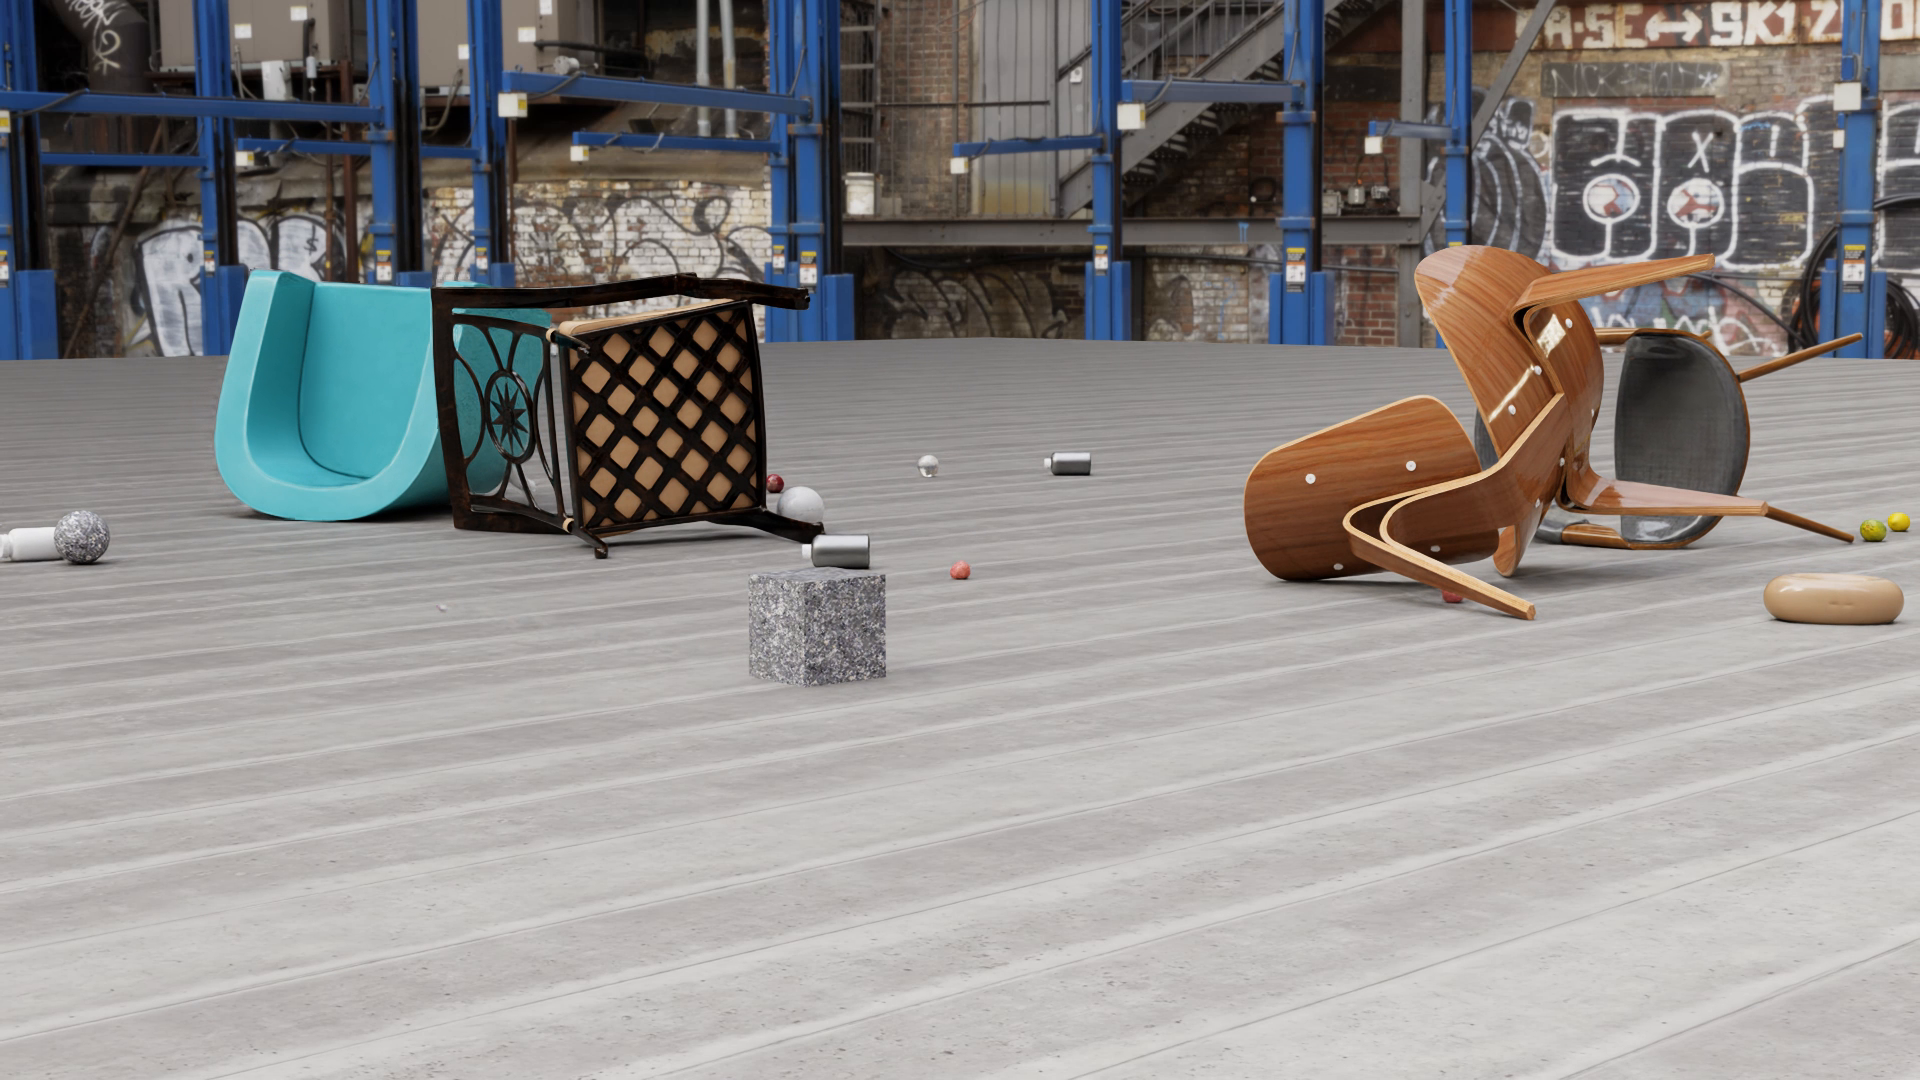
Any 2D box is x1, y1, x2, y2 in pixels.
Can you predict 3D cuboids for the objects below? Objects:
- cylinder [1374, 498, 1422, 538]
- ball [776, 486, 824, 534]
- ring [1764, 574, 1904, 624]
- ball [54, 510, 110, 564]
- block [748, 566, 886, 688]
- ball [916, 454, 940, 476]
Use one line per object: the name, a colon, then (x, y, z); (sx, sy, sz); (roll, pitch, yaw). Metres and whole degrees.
cylinder: (1.111, -0.057, 6.509); (0.110, 0.089, 0.134); (2, 24, 14)
ball: (-0.407, -0.076, 6.543); (0.124, 0.124, 0.124); (0, 6, 0)
ring: (1.669, 0.113, 4.904); (0.260, 0.086, 0.151); (2, 7, 8)
ball: (-2.012, -0.007, 5.878); (0.123, 0.123, 0.123); (0, 6, 0)
block: (-0.235, 0.141, 4.217); (0.167, 0.170, 0.151); (-5, 8, -40)
ball: (-0.105, -0.244, 8.422); (0.074, 0.074, 0.074); (0, 6, 0)
